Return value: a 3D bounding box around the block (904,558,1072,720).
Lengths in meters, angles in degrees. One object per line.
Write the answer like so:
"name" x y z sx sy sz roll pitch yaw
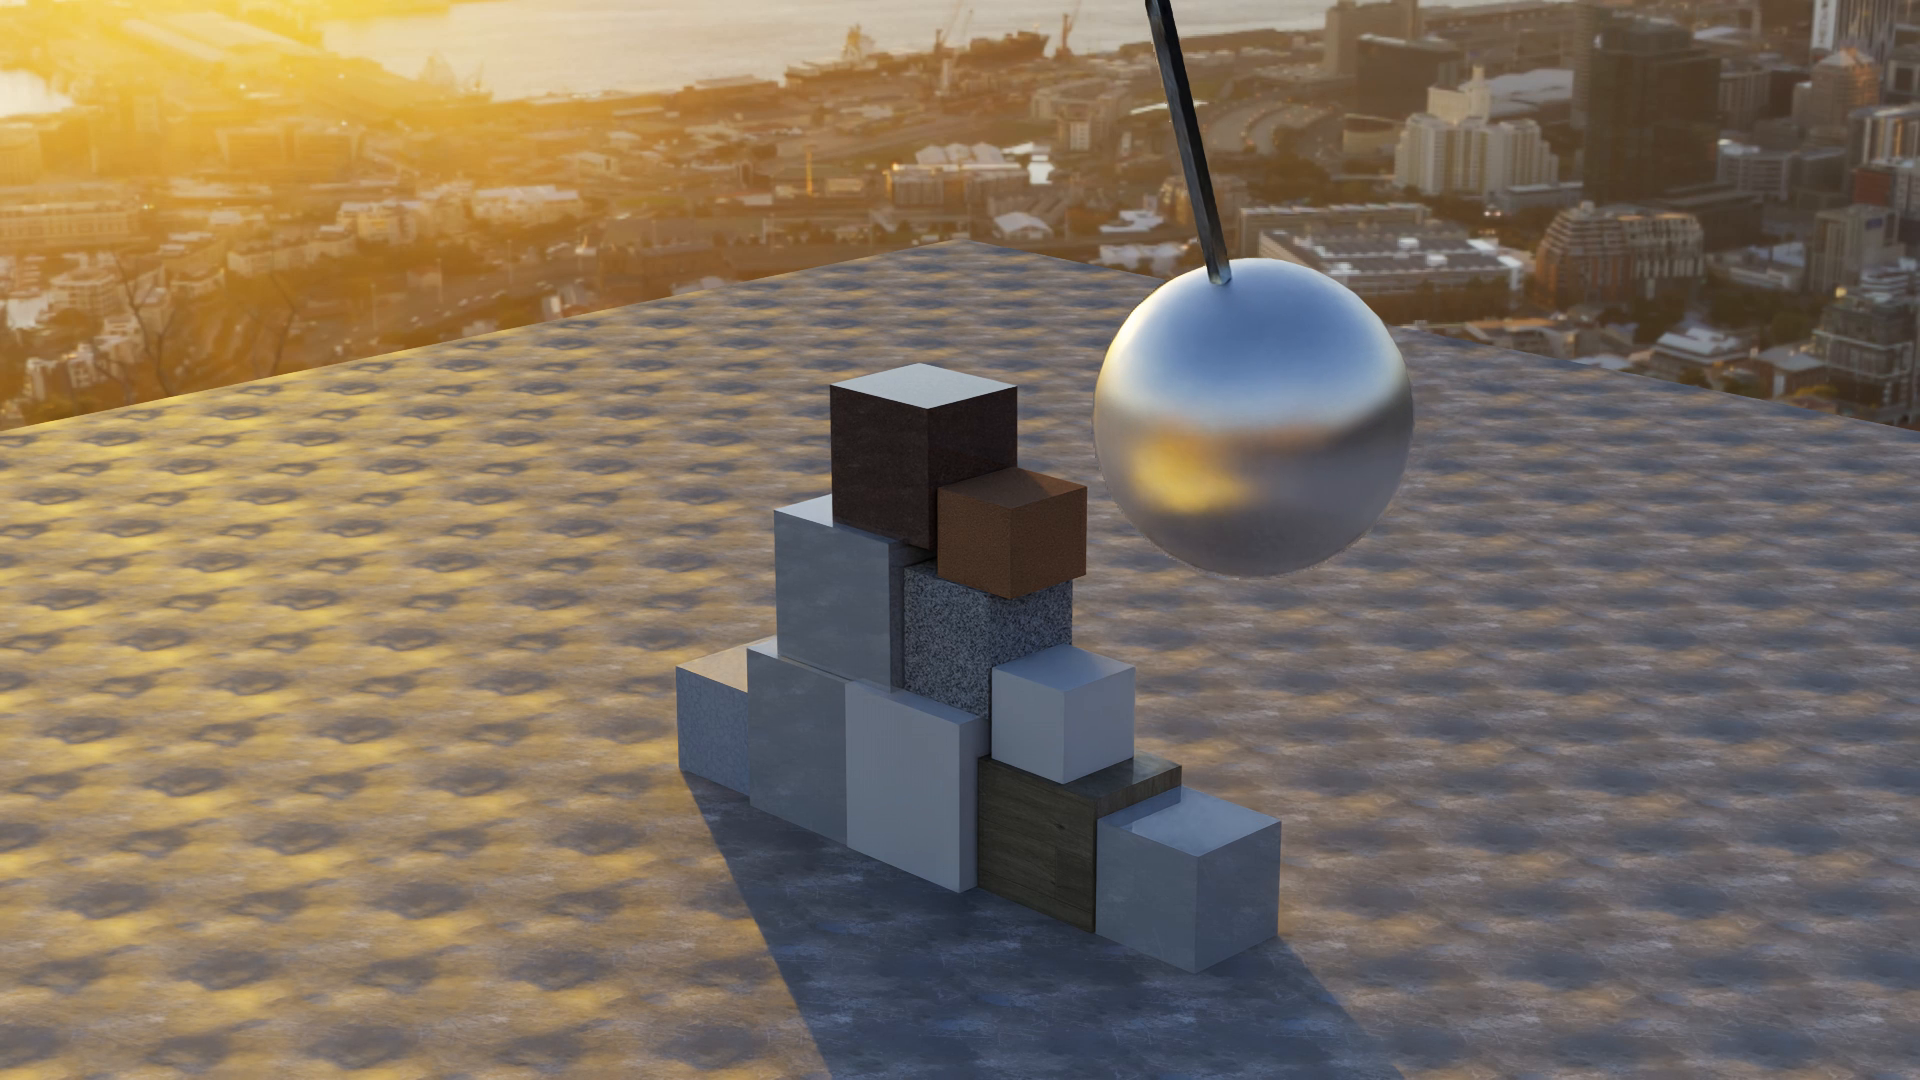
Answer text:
"block" 0.129 0.406 13.355 0.547 0.587 0.533 -17 24 -42

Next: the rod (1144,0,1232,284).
"rod" 0.636 -3.404 12.938 0.080 5.200 0.080 17 44 42

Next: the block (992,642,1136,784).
"block" 0.460 0.769 13.080 0.463 0.431 0.440 -17 24 -42

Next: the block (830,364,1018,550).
"block" -0.165 -0.393 13.404 0.569 0.650 0.636 -17 24 -42

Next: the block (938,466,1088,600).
"block" 0.233 -0.037 13.095 0.489 0.414 0.455 -17 24 -42

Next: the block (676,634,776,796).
"block" -0.961 0.878 14.649 0.657 0.541 0.618 -17 24 -42

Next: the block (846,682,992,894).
"block" 0.019 1.045 13.661 0.807 0.815 0.744 -17 24 -42

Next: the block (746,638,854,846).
"block" -0.505 0.895 14.145 0.764 0.811 0.694 -17 24 -42

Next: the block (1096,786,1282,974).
"block" 0.992 1.469 12.770 0.557 0.540 0.571 -17 24 -42

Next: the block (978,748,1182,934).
"block" 0.534 1.289 13.192 0.582 0.630 0.701 -17 24 -42

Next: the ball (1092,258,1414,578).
"ball" 1.467 -0.609 14.688 1.600 1.600 1.600 0 17 0

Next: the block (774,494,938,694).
"block" -0.343 0.204 13.787 0.710 0.715 0.776 -17 24 -42
